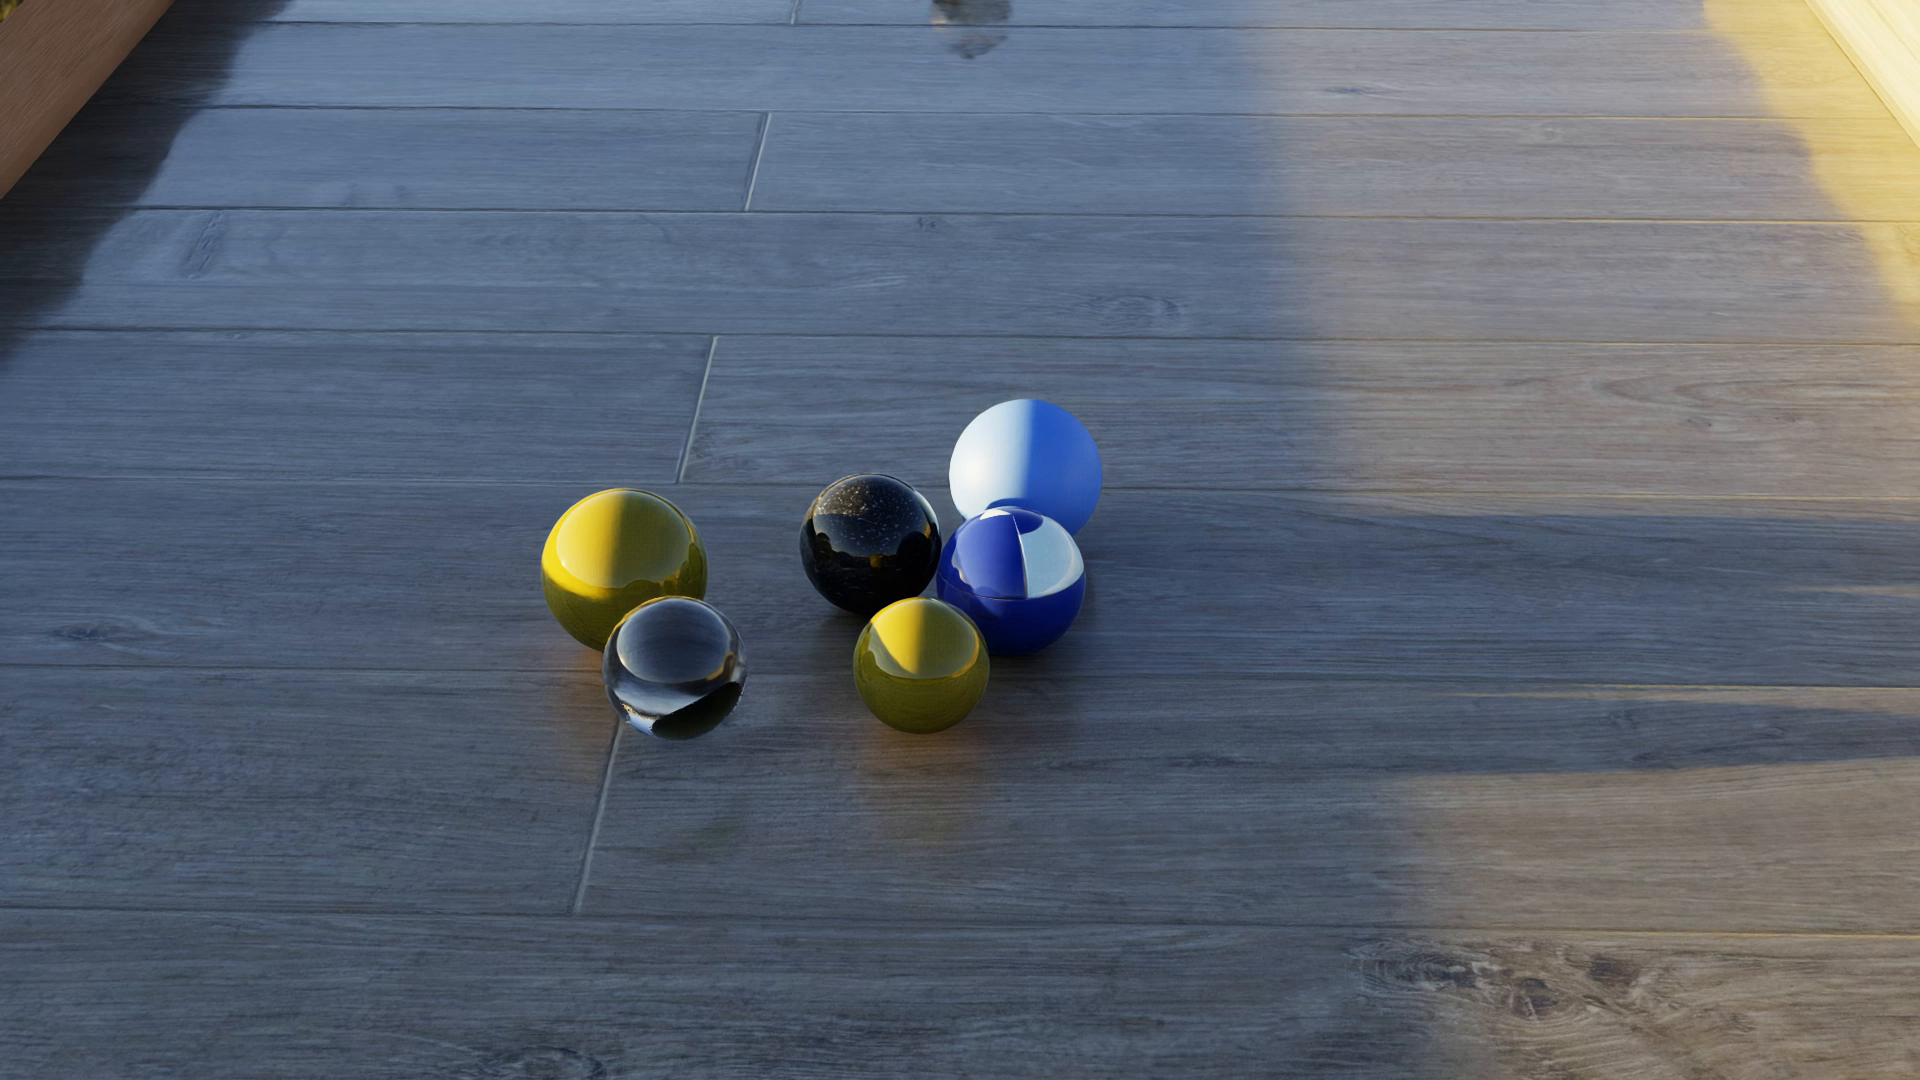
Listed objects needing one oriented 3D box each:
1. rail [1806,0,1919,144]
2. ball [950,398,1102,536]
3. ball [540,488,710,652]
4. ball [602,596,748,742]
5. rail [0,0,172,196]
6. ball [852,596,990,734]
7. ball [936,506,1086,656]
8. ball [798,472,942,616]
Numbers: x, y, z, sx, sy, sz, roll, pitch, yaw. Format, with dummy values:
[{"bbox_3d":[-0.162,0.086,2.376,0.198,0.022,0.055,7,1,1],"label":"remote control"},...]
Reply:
[{"bbox_3d":[0.804,-0.380,2.473,0.045,0.129,3.214,1,27,1],"label":"rail"},{"bbox_3d":[0.042,-0.040,1.855,0.097,0.097,0.097,0,27,0],"label":"ball"},{"bbox_3d":[-0.198,0.019,1.739,0.099,0.099,0.099,0,27,0],"label":"ball"},{"bbox_3d":[-0.160,0.072,1.654,0.082,0.082,0.082,0,27,0],"label":"ball"},{"bbox_3d":[-0.766,-0.397,2.506,0.045,0.129,3.214,1,27,1],"label":"rail"},{"bbox_3d":[-0.022,0.071,1.661,0.078,0.078,0.078,0,27,0],"label":"ball"},{"bbox_3d":[0.030,0.024,1.739,0.089,0.089,0.089,0,27,0],"label":"ball"},{"bbox_3d":[-0.054,0.002,1.784,0.087,0.087,0.087,0,27,0],"label":"ball"}]
